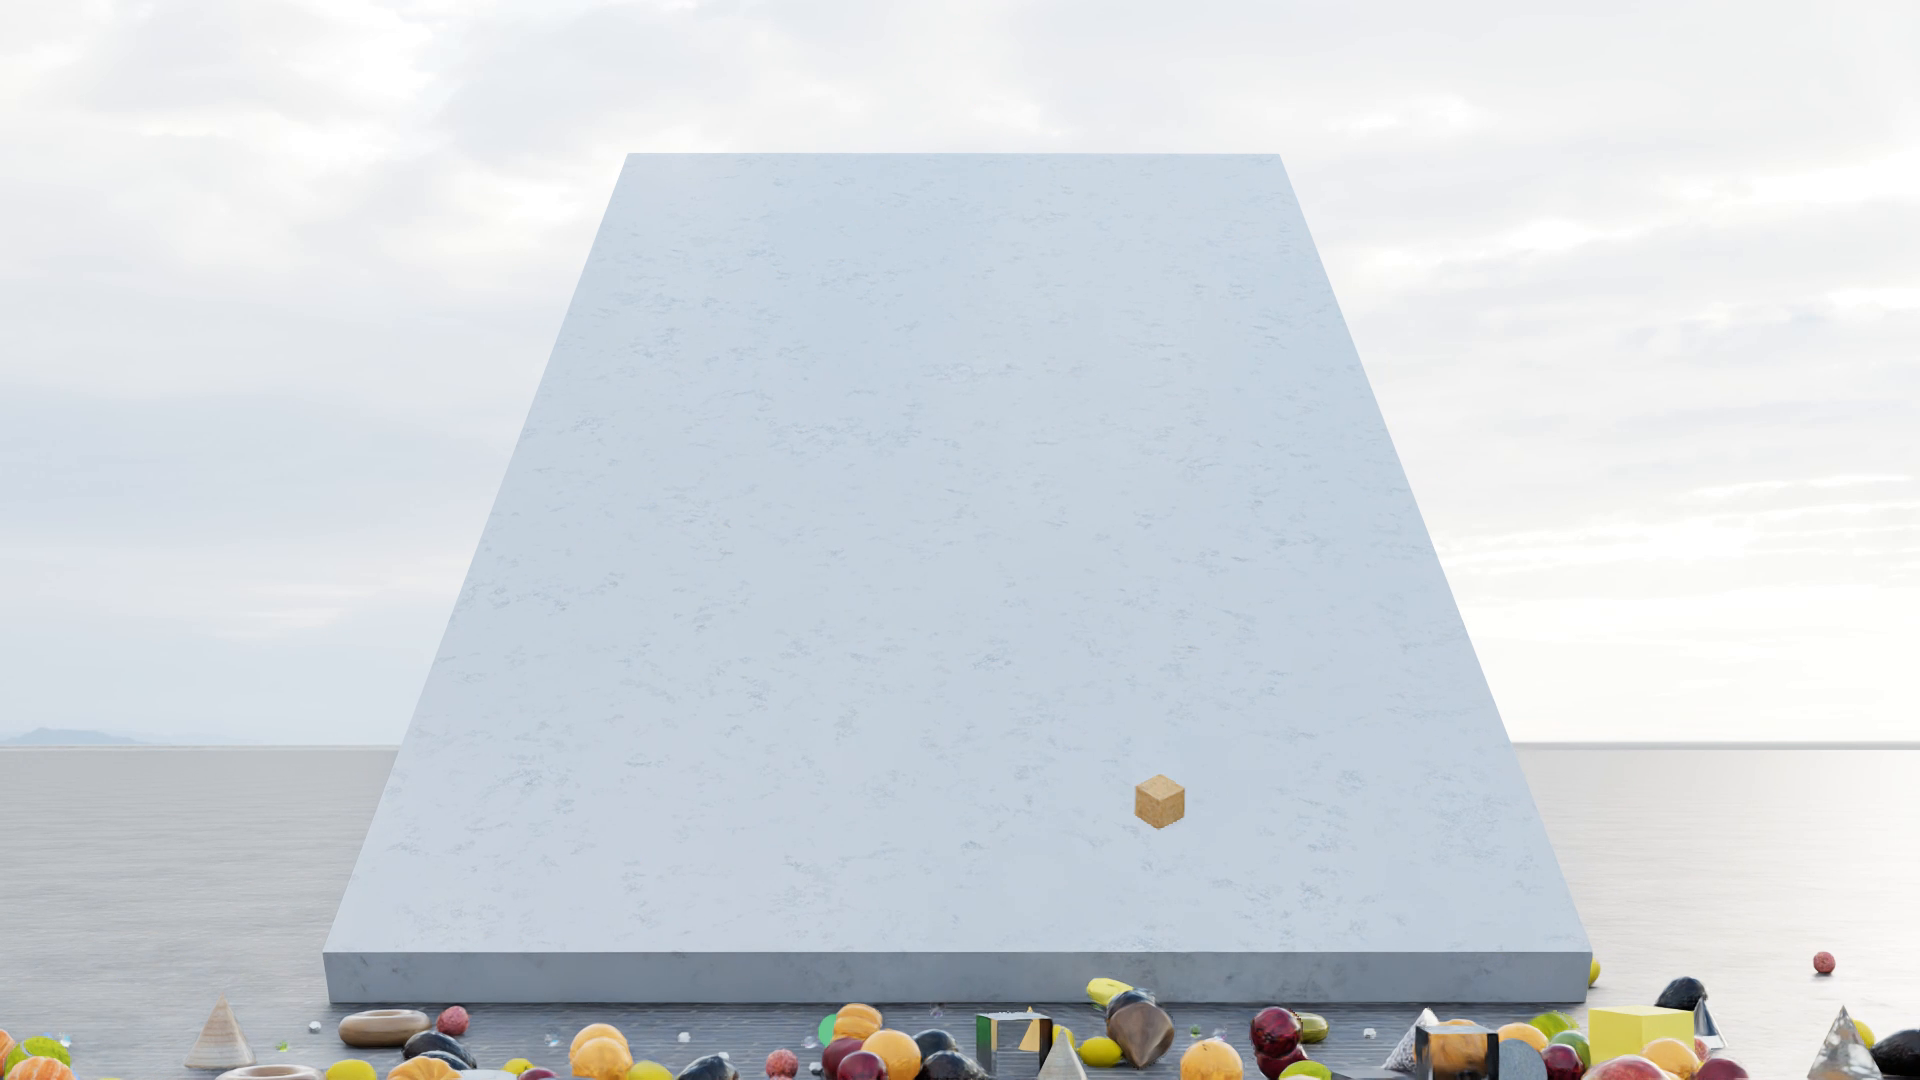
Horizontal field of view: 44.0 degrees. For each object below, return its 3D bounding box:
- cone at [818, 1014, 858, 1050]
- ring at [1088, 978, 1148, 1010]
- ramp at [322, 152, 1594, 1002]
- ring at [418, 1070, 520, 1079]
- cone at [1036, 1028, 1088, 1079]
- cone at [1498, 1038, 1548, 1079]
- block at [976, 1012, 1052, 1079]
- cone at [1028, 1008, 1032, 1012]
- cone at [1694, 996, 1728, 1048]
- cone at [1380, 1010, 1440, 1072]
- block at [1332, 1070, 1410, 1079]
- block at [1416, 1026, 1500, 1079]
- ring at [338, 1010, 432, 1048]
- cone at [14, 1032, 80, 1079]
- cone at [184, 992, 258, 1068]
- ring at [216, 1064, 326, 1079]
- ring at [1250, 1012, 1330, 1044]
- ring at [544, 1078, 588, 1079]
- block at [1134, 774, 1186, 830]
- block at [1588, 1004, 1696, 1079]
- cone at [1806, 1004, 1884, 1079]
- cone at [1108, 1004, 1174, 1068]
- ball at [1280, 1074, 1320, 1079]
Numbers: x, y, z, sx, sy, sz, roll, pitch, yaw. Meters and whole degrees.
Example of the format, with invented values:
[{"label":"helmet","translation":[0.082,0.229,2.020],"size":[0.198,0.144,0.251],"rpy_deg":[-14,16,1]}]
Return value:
[{"label":"cone","translation":[-0.168,0.677,3.226],"size":[0.052,0.052,0.052],"rpy_deg":[1,-32,-8]},{"label":"ring","translation":[0.243,0.702,3.657],"size":[0.098,0.033,0.098],"rpy_deg":[18,0,0]},{"label":"ramp","translation":[-0.011,-0.225,5.538],"size":[2.000,0.100,4.000],"rpy_deg":[0,27,0]},{"label":"ring","translation":[-0.549,0.616,2.632],"size":[0.134,0.045,0.134],"rpy_deg":[-1,-5,0]},{"label":"cone","translation":[0.124,0.625,2.881],"size":[0.069,0.069,0.069],"rpy_deg":[0,-5,0]},{"label":"cone","translation":[0.640,0.636,2.801],"size":[0.074,0.074,0.074],"rpy_deg":[2,-33,-25]},{"label":"block","translation":[0.067,0.629,2.952],"size":[0.073,0.073,0.073],"rpy_deg":[2,-5,-20]},{"label":"cone","translation":[0.096,0.664,3.243],"size":[0.054,0.054,0.054],"rpy_deg":[0,-5,0]},{"label":"cone","translation":[1.018,0.658,3.259],"size":[0.066,0.066,0.066],"rpy_deg":[0,-5,0]},{"label":"cone","translation":[0.566,0.648,2.985],"size":[0.088,0.088,0.088],"rpy_deg":[-29,-14,15]},{"label":"block","translation":[0.435,0.597,2.519],"size":[0.062,0.062,0.062],"rpy_deg":[1,-5,-15]},{"label":"block","translation":[0.580,0.610,2.771],"size":[0.078,0.078,0.078],"rpy_deg":[0,-5,-3]},{"label":"ring","translation":[-0.791,0.672,3.271],"size":[0.125,0.042,0.125],"rpy_deg":[-1,-5,0]},{"label":"cone","translation":[-1.065,0.636,2.811],"size":[0.078,0.078,0.078],"rpy_deg":[29,-7,-2]},{"label":"cone","translation":[-0.952,0.629,3.062],"size":[0.092,0.092,0.092],"rpy_deg":[0,-5,0]},{"label":"ring","translation":[-0.777,0.620,2.675],"size":[0.131,0.044,0.131],"rpy_deg":[0,-3,0]},{"label":"ring","translation":[0.458,0.678,3.301],"size":[0.109,0.036,0.109],"rpy_deg":[1,-6,0]},{"label":"ring","translation":[-0.431,0.602,2.509],"size":[0.139,0.046,0.139],"rpy_deg":[-4,1,0]},{"label":"block","translation":[0.341,0.448,4.062],"size":[0.060,0.060,0.060],"rpy_deg":[-21,34,-35]},{"label":"block","translation":[0.830,0.617,2.892],"size":[0.087,0.087,0.087],"rpy_deg":[3,-6,-30]},{"label":"cone","translation":[1.089,0.617,2.925],"size":[0.091,0.091,0.091],"rpy_deg":[0,-5,0]},{"label":"cone","translation":[0.229,0.648,3.021],"size":[0.086,0.086,0.086],"rpy_deg":[0,18,6]},{"label":"ball","translation":[0.330,0.563,2.296],"size":[0.091,0.091,0.091],"rpy_deg":[0,-5,0]}]
